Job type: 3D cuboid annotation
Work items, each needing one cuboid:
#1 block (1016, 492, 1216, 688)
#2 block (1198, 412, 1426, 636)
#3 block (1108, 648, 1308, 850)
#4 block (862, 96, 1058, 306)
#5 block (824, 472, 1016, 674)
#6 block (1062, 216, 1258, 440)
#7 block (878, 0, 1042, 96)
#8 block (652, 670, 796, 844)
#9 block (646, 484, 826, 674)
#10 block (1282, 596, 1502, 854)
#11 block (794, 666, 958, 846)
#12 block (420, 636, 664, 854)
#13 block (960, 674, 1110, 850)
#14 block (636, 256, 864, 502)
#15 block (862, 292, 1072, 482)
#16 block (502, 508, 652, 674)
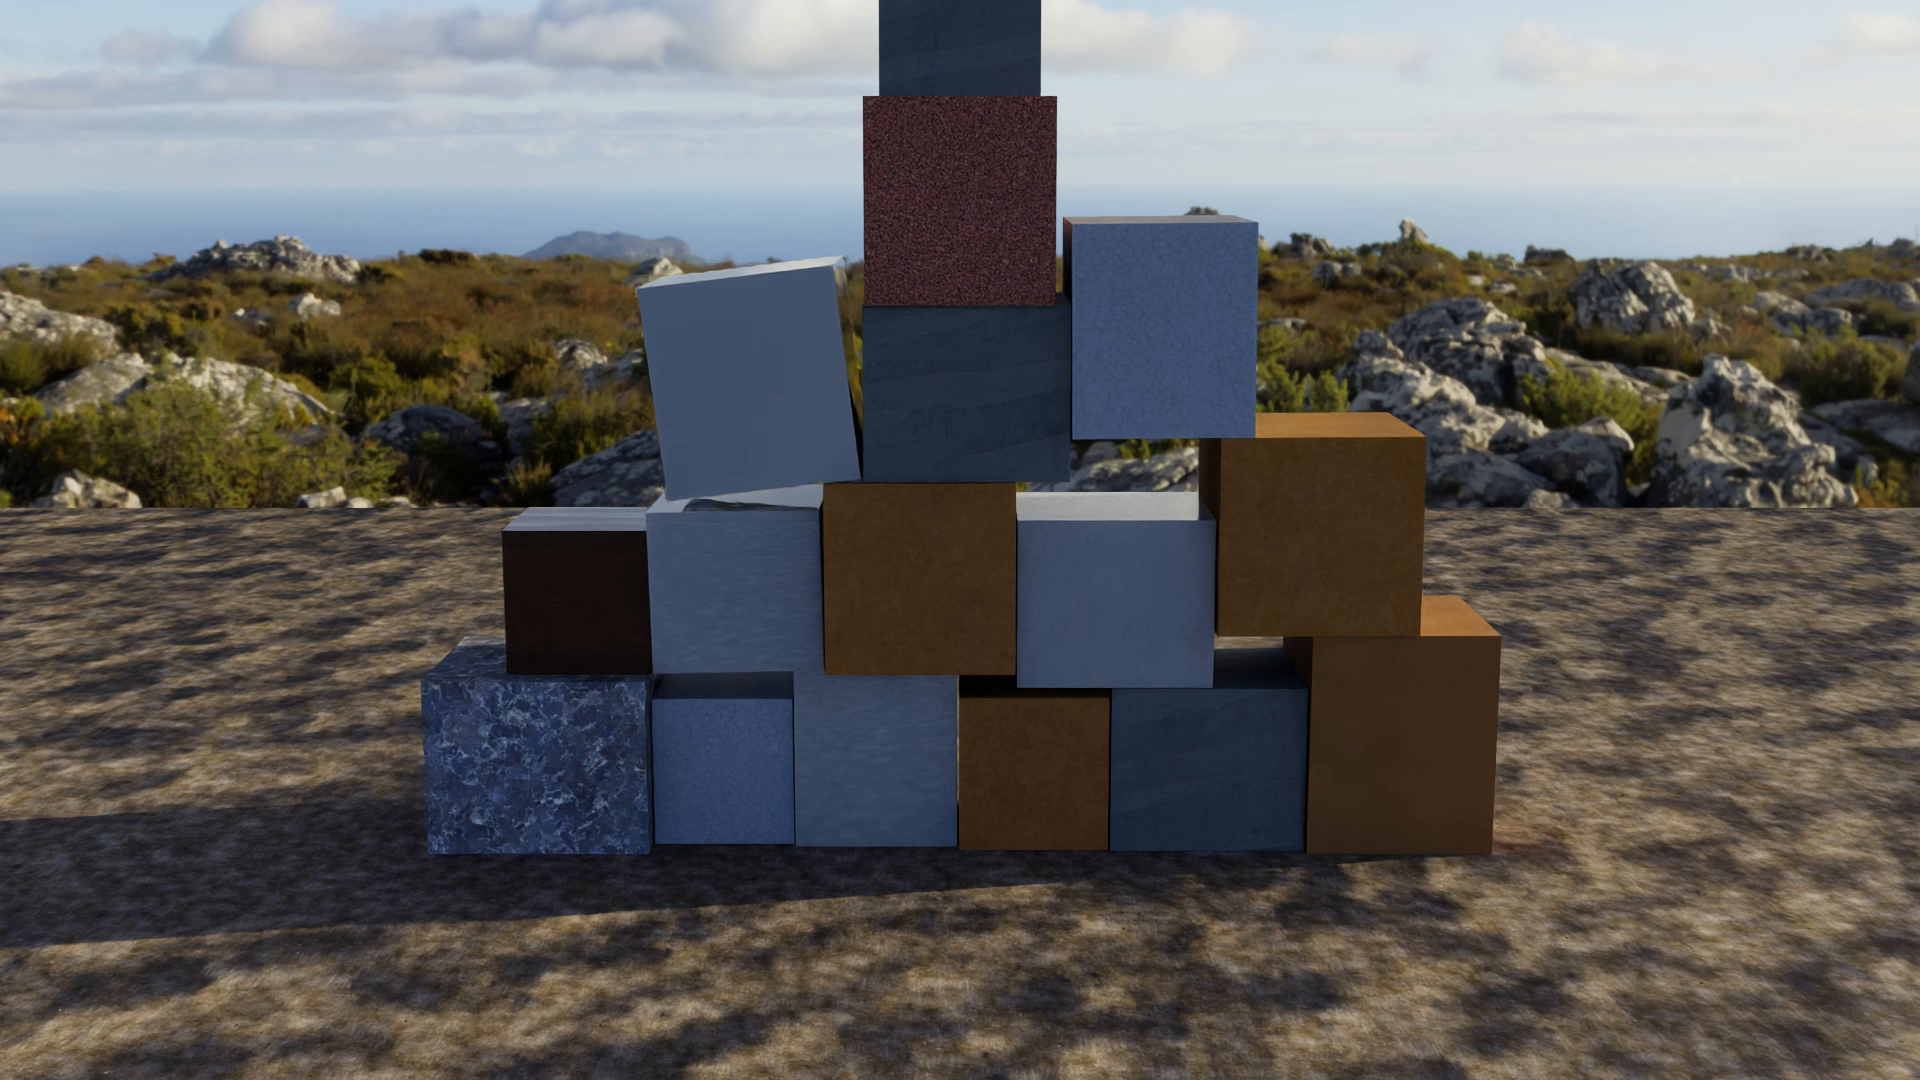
[{"bbox_3d":[0.767,0.239,11.239,0.971,0.841,0.873,0,10,0],"label":"block"},{"bbox_3d":[1.754,-0.099,11.147,0.989,0.980,0.980,0,10,0],"label":"block"},{"bbox_3d":[1.235,1.066,11.371,0.968,0.834,0.888,0,10,0],"label":"block"},{"bbox_3d":[0.000,-1.687,10.872,0.915,0.981,0.926,0,10,0],"label":"block"},{"bbox_3d":[-0.195,0.107,11.215,0.935,0.950,0.998,0,10,0],"label":"block"},{"bbox_3d":[0.976,-1.082,10.973,0.880,1.027,1.000,-1,10,0],"label":"block"},{"bbox_3d":[0.000,-2.548,10.721,0.765,0.768,0.774,0,10,0],"label":"block"},{"bbox_3d":[-1.189,1.103,11.394,0.705,0.754,0.693,0,10,0],"label":"block"},{"bbox_3d":[-1.105,0.185,11.217,0.847,0.806,0.809,-1,10,0],"label":"block"},{"bbox_3d":[2.190,0.929,11.345,0.922,1.113,0.979,0,10,0],"label":"block"},{"bbox_3d":[-0.421,1.023,11.384,0.812,0.914,0.792,0,10,0],"label":"block"},{"bbox_3d":[-2.101,1.040,11.381,1.099,0.882,1.016,0,10,0],"label":"block"},{"bbox_3d":[0.368,1.094,11.360,0.745,0.784,0.836,0,10,0],"label":"block"},{"bbox_3d":[-1.012,-0.830,11.028,0.945,1.037,0.896,-7,10,1],"label":"block"},{"bbox_3d":[0.032,-0.783,11.051,1.005,0.861,0.870,0,10,0],"label":"block"},{"bbox_3d":[-1.895,0.249,11.229,0.721,0.728,0.706,0,10,0],"label":"block"}]
